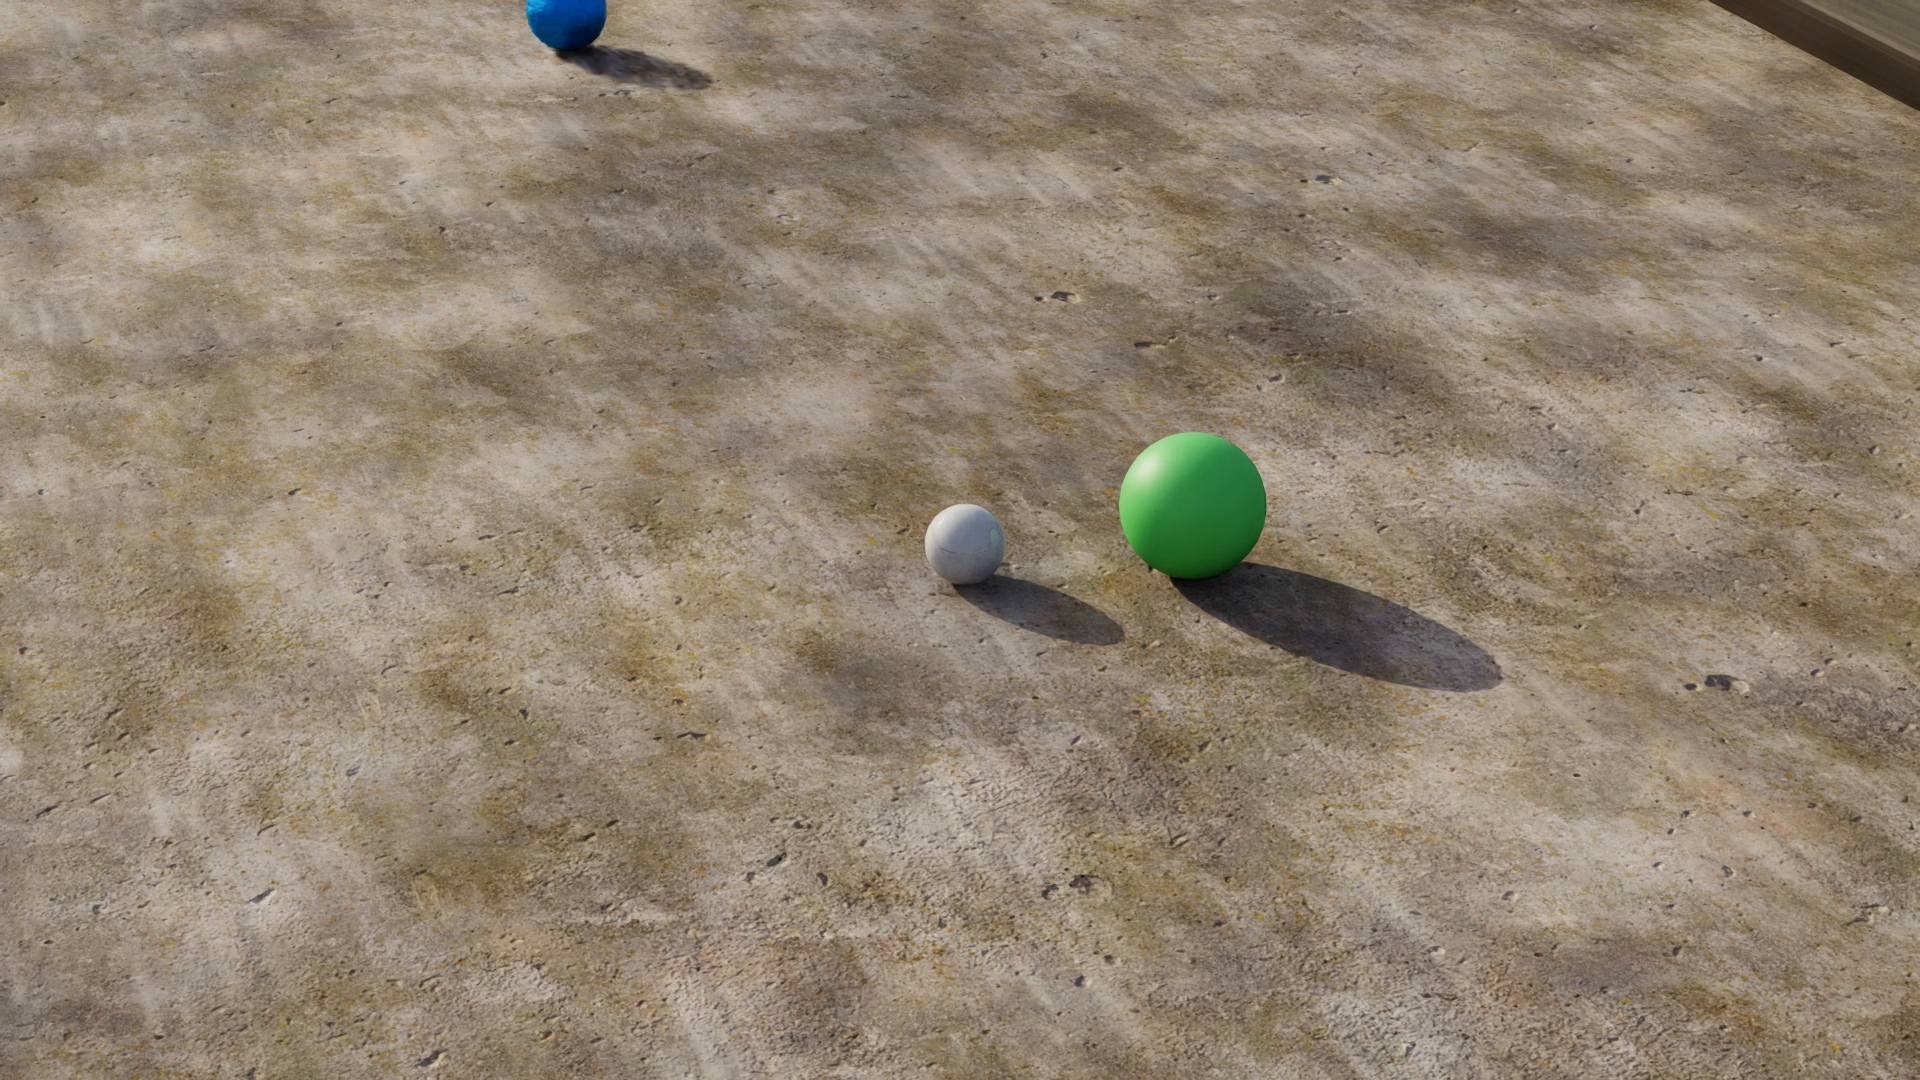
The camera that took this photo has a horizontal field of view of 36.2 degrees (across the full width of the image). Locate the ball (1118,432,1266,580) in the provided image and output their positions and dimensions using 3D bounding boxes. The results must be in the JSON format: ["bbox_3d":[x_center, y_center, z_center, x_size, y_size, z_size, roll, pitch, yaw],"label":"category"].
[{"bbox_3d":[0.146,-0.022,1.846,0.093,0.093,0.093,0,28,0],"label":"ball"}]

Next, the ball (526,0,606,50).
[{"bbox_3d":[-0.366,-0.493,2.738,0.075,0.075,0.075,0,28,0],"label":"ball"}]

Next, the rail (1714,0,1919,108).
[{"bbox_3d":[0.676,-0.628,2.937,0.045,0.120,3.832,-10,30,-18],"label":"rail"}]

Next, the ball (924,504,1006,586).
[{"bbox_3d":[0.003,0.003,1.845,0.051,0.051,0.051,0,28,0],"label":"ball"}]
